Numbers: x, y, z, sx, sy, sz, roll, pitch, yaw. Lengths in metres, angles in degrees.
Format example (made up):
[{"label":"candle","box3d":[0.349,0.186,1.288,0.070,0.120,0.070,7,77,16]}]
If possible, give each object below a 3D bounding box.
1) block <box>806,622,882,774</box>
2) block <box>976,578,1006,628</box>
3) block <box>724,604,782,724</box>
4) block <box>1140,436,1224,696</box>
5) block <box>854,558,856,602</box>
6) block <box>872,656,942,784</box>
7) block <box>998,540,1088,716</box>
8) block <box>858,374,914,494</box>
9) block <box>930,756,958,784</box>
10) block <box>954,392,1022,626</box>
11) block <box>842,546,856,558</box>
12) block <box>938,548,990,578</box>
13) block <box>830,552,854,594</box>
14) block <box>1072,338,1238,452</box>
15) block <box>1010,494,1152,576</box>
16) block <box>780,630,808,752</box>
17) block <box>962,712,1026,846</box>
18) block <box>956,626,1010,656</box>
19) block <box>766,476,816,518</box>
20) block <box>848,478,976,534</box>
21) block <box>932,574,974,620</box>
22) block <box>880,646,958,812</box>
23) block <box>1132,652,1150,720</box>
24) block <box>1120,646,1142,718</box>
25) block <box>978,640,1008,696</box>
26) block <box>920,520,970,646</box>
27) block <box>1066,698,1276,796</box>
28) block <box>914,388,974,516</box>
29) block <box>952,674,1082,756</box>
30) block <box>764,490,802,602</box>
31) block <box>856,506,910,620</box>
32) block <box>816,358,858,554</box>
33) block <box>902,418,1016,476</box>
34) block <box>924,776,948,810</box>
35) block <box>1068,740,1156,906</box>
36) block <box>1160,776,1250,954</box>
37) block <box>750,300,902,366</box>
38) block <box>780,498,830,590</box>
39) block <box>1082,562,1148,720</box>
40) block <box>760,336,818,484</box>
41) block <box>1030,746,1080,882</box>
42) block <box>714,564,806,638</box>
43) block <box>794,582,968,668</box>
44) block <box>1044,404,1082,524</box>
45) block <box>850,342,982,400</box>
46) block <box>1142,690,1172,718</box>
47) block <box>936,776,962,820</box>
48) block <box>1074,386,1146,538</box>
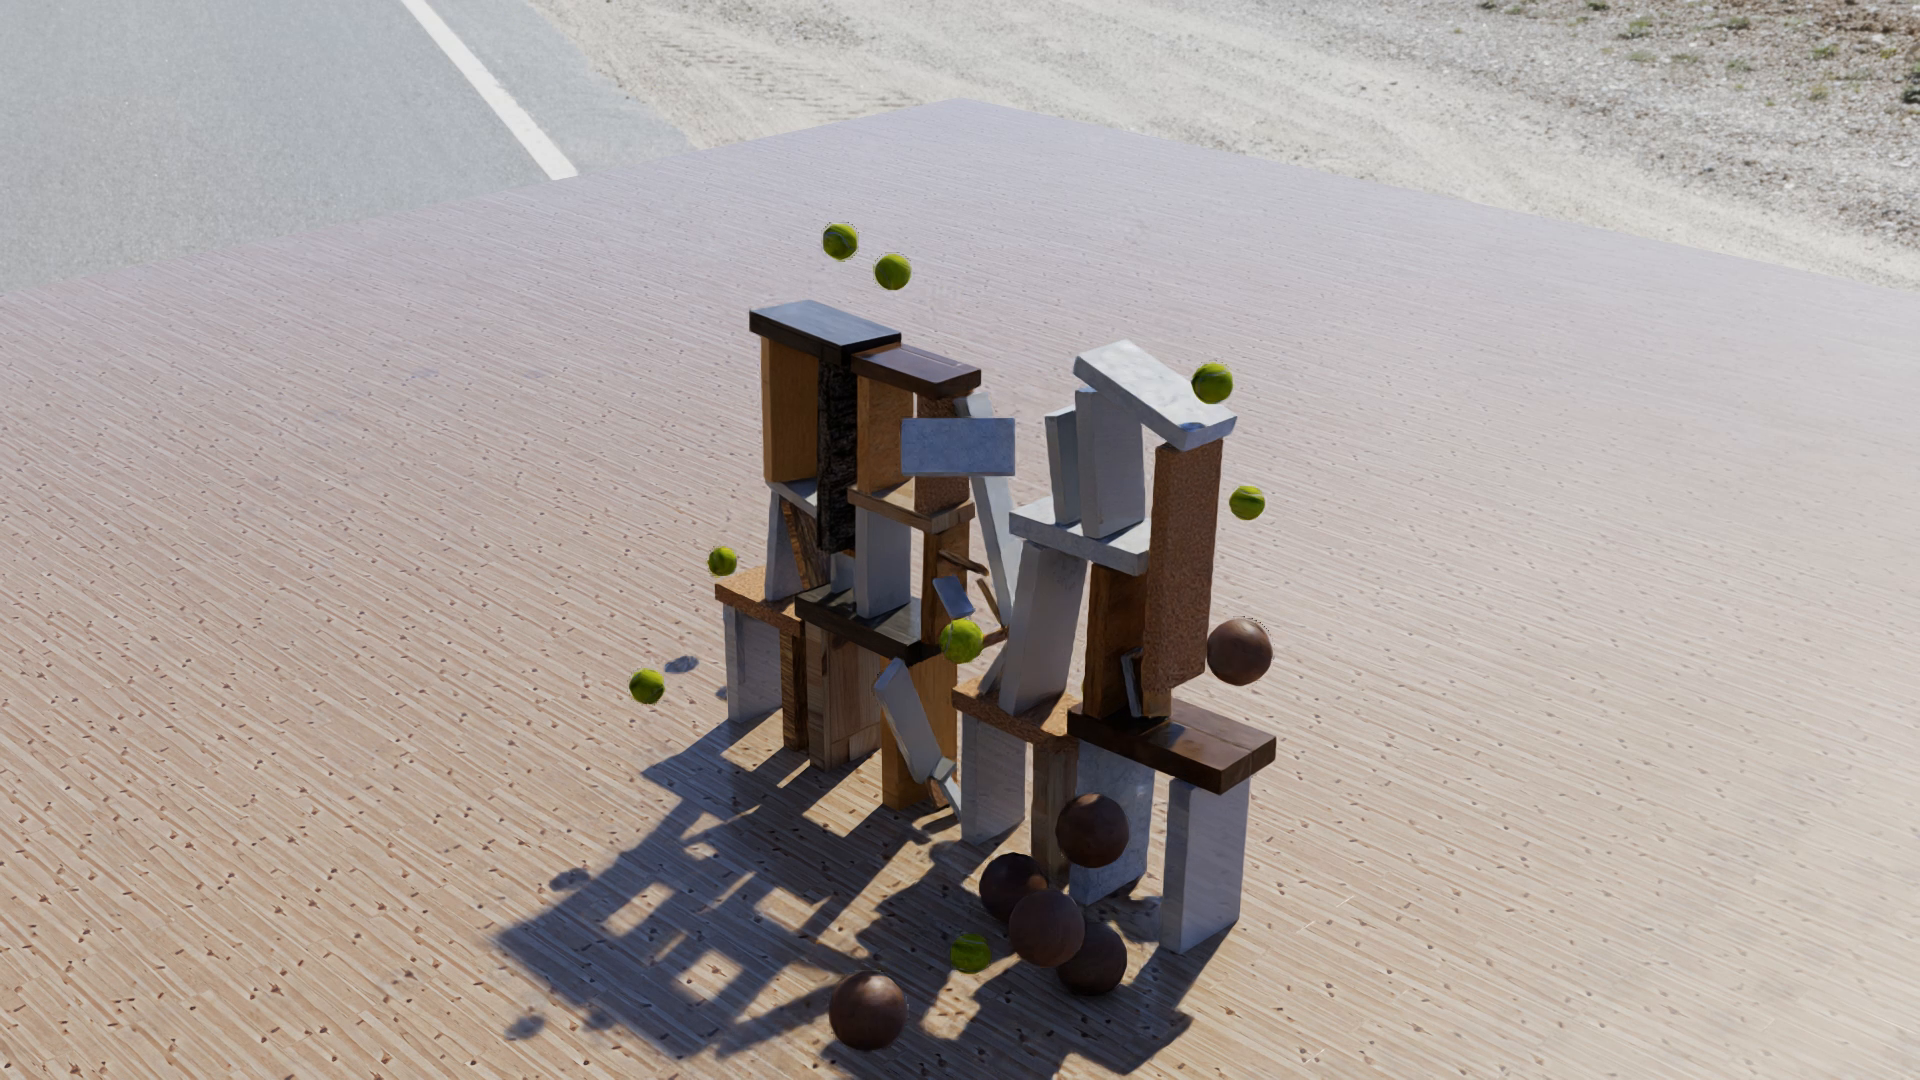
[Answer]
[{"label":"block","box3d":[-0.241,0.304,4.613,0.048,0.337,0.168,21,31,41]},{"label":"block","box3d":[0.061,0.119,4.162,0.013,0.094,0.047,-29,-20,3]},{"label":"block","box3d":[-0.447,0.249,4.817,0.039,0.278,0.139,21,31,41]},{"label":"block","box3d":[0.388,0.041,3.856,0.133,0.471,0.038,-22,34,-39]},{"label":"block","box3d":[-0.193,0.074,4.471,0.051,0.102,0.014,-21,34,-40]},{"label":"block","box3d":[-0.099,0.354,4.269,0.021,0.364,0.075,24,64,27]},{"label":"block","box3d":[0.159,0.147,4.117,0.042,0.365,0.148,31,37,34]},{"label":"block","box3d":[-0.145,-0.220,4.293,0.034,0.239,0.119,23,32,39]},{"label":"block","box3d":[-0.051,0.455,4.426,0.048,0.014,0.096,-49,38,-17]},{"label":"block","box3d":[0.066,-0.060,4.128,0.028,0.434,0.099,-10,5,26]},{"label":"block","box3d":[-0.224,0.011,4.471,0.051,0.014,0.102,-20,30,-39]},{"label":"block","box3d":[0.007,0.044,4.204,0.094,0.013,0.047,22,-9,28]},{"label":"block","box3d":[-0.242,0.055,4.517,0.051,0.102,0.014,-21,32,-40]},{"label":"block","box3d":[0.335,-0.252,3.799,0.133,0.038,0.265,-21,48,-42]},{"label":"block","box3d":[0.250,-0.014,3.970,0.297,0.042,0.148,19,29,39]},{"label":"block","box3d":[-0.315,0.301,4.696,0.039,0.278,0.139,21,31,41]},{"label":"block","box3d":[0.067,0.448,4.342,0.040,0.283,0.142,21,31,40]},{"label":"block","box3d":[0.074,0.183,4.195,0.150,0.021,0.075,-23,-1,38]},{"label":"block","box3d":[-0.303,-0.098,4.510,0.095,0.027,0.191,-19,38,-38]},{"label":"block","box3d":[-0.096,-0.074,4.299,0.238,0.034,0.119,21,31,40]},{"label":"block","box3d":[-0.012,0.109,4.198,0.047,0.013,0.094,-12,52,-22]},{"label":"block","box3d":[-0.082,0.366,4.467,0.048,0.337,0.168,21,31,41]},{"label":"block","box3d":[0.346,0.260,3.990,0.017,0.117,0.058,0,16,45]},{"label":"block","box3d":[0.326,0.257,3.996,0.017,0.117,0.058,1,17,44]},{"label":"block","box3d":[0.093,0.233,4.202,0.075,0.150,0.021,-21,62,-42]},{"label":"block","box3d":[-0.029,0.075,4.296,0.034,0.238,0.119,15,28,26]},{"label":"block","box3d":[0.381,0.353,3.984,0.343,0.049,0.171,19,29,37]},{"label":"block","box3d":[-0.031,-0.177,4.189,0.034,0.238,0.119,23,32,38]},{"label":"block","box3d":[0.134,0.325,4.217,0.283,0.040,0.142,21,31,41]},{"label":"block","box3d":[-0.358,0.001,4.615,0.095,0.258,0.027,-20,38,-39]},{"label":"block","box3d":[-0.153,0.029,4.404,0.034,0.238,0.119,21,31,40]},{"label":"block","box3d":[-0.214,-0.180,4.385,0.150,0.401,0.042,-19,31,-40]},{"label":"block","box3d":[-0.003,-0.165,3.896,0.199,0.099,0.028,0,-13,5]},{"label":"block","box3d":[-0.046,0.494,4.479,0.048,0.096,0.014,-21,2,-41]},{"label":"block","box3d":[0.289,0.503,4.133,0.049,0.343,0.171,24,32,39]},{"label":"block","box3d":[0.445,0.565,3.988,0.171,0.343,0.049,-21,32,-40]},{"label":"block","box3d":[-0.269,-0.413,4.366,0.150,0.042,0.300,-17,28,-38]},{"label":"block","box3d":[-0.304,-0.003,4.558,0.095,0.191,0.027,-20,11,-39]},{"label":"block","box3d":[0.292,0.163,3.985,0.042,0.297,0.148,21,31,37]},{"label":"block","box3d":[-0.326,-0.275,4.482,0.150,0.300,0.042,-10,21,-27]},{"label":"block","box3d":[0.201,0.500,4.219,0.040,0.283,0.142,21,31,40]},{"label":"block","box3d":[-0.381,0.129,4.695,0.278,0.039,0.139,21,31,41]},{"label":"block","box3d":[-0.162,0.158,4.465,0.337,0.048,0.168,21,31,41]},{"label":"block","box3d":[0.204,-0.138,3.952,0.028,0.199,0.099,9,22,43]},{"label":"block","box3d":[-0.085,-0.323,4.186,0.119,0.034,0.238,-21,30,-40]},{"label":"block","box3d":[0.357,0.260,3.976,0.059,0.117,0.017,1,0,-44]},{"label":"block","box3d":[-0.014,0.514,4.434,0.014,0.096,0.048,-24,17,19]},{"label":"block","box3d":[0.267,-0.149,3.889,0.038,0.266,0.133,13,25,42]}]
